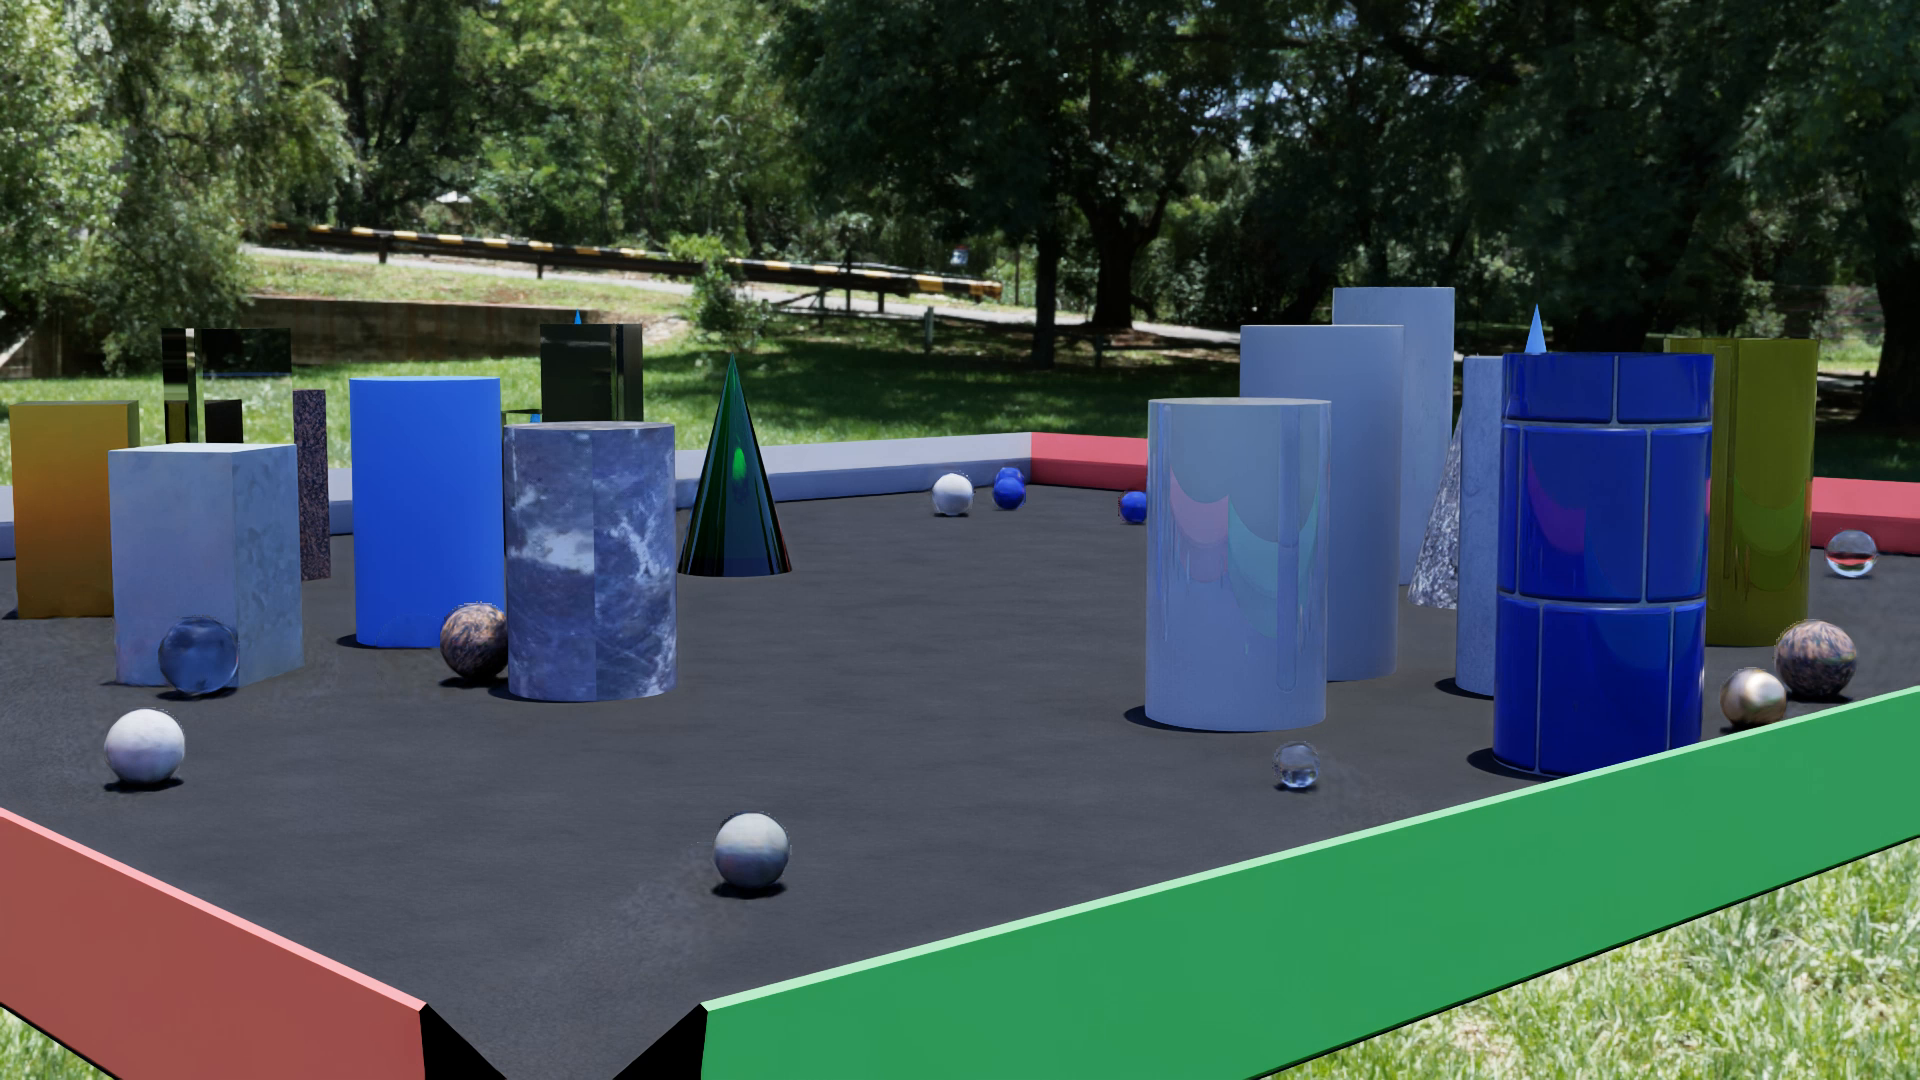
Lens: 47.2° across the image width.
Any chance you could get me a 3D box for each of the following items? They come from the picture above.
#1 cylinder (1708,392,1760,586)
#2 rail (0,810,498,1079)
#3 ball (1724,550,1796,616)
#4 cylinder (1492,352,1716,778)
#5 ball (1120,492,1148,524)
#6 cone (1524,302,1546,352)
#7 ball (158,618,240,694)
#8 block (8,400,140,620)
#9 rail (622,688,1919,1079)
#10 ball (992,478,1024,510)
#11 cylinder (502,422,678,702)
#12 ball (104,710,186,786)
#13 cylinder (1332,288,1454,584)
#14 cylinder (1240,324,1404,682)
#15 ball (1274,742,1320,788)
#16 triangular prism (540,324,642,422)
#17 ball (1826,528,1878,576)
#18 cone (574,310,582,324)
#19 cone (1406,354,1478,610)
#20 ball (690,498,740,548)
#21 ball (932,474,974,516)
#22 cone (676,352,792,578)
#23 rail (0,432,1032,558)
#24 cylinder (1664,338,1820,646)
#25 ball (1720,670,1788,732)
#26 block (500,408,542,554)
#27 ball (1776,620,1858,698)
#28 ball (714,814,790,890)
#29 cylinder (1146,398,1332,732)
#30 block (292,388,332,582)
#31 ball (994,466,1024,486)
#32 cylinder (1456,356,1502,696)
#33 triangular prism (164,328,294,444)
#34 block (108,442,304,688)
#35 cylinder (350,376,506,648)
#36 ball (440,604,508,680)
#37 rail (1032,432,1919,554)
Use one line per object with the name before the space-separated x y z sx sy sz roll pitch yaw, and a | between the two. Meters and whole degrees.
cylinder | 1.216 -0.088 3.644 0.199 0.309 0.199 0 6 0
rail | -1.281 0.156 2.156 0.045 0.129 3.281 -5 8 -42
ball | 1.167 0.064 3.209 0.097 0.097 0.097 0 6 0
cylinder | 0.631 0.019 2.162 0.199 0.403 0.199 0 6 0
ball | 0.369 -0.069 4.615 0.069 0.069 0.069 0 6 0
cone | 1.056 -0.206 4.050 0.199 0.459 0.199 0 6 0
ball | -0.886 0.135 2.560 0.090 0.090 0.090 0 6 0
block | -1.306 -0.049 3.265 0.159 0.310 0.159 -2 6 -14
rail | 1.096 0.157 2.150 3.533 0.129 0.045 -5 8 -42
ball | 0.110 -0.104 4.937 0.072 0.072 0.072 0 6 0
cylinder | -0.435 0.020 2.598 0.199 0.311 0.199 0 6 0
ball | -0.768 0.195 2.071 0.071 0.071 0.071 0 6 0
cylinder | 0.717 -0.177 3.658 0.199 0.482 0.199 0 6 0
cylinder | 0.446 -0.052 2.730 0.199 0.426 0.199 0 6 0
ball | 0.316 0.211 2.058 0.042 0.042 0.042 0 6 0
triangular prism | -0.576 -0.146 3.646 0.172 0.423 0.149 4 7 32
ball | 1.498 0.022 3.694 0.081 0.081 0.081 0 6 0
cone | -0.746 -0.230 4.315 0.199 0.451 0.199 0 6 0
cone | 0.787 -0.096 3.362 0.199 0.383 0.199 0 6 0
ball | -0.460 -0.032 4.128 0.097 0.097 0.097 0 6 0
ball | -0.016 -0.099 4.803 0.091 0.091 0.091 0 6 0
cone | -0.388 -0.136 3.769 0.199 0.378 0.199 0 6 0
rail | -1.096 -0.089 4.514 3.533 0.129 0.045 -5 8 -42
cylinder | 1.060 -0.071 3.008 0.199 0.407 0.199 0 6 0
ball | 0.841 0.171 2.331 0.066 0.066 0.066 0 6 0
block | -0.784 -0.109 4.084 0.159 0.259 0.159 3 7 30
ball | 0.988 0.138 2.539 0.089 0.089 0.089 0 6 0
ball | -0.161 0.240 1.698 0.059 0.059 0.059 0 6 0
cylinder | 0.305 0.021 2.417 0.199 0.347 0.199 0 6 0
block | -1.163 -0.091 3.641 0.159 0.315 0.159 4 7 32
ball | 0.119 -0.140 5.288 0.072 0.072 0.072 0 6 0
cylinder | 0.691 -0.020 2.597 0.199 0.390 0.199 0 6 0
triangular prism | -0.980 -0.077 2.991 0.149 0.421 0.172 -3 7 -30
block | -0.917 0.027 2.682 0.159 0.280 0.159 1 6 11
cylinder | -0.723 -0.043 2.992 0.199 0.354 0.199 0 6 0
ball | -0.579 0.122 2.643 0.090 0.090 0.090 0 6 0
rail | 1.281 -0.089 4.507 0.045 0.129 3.281 -5 8 -42
